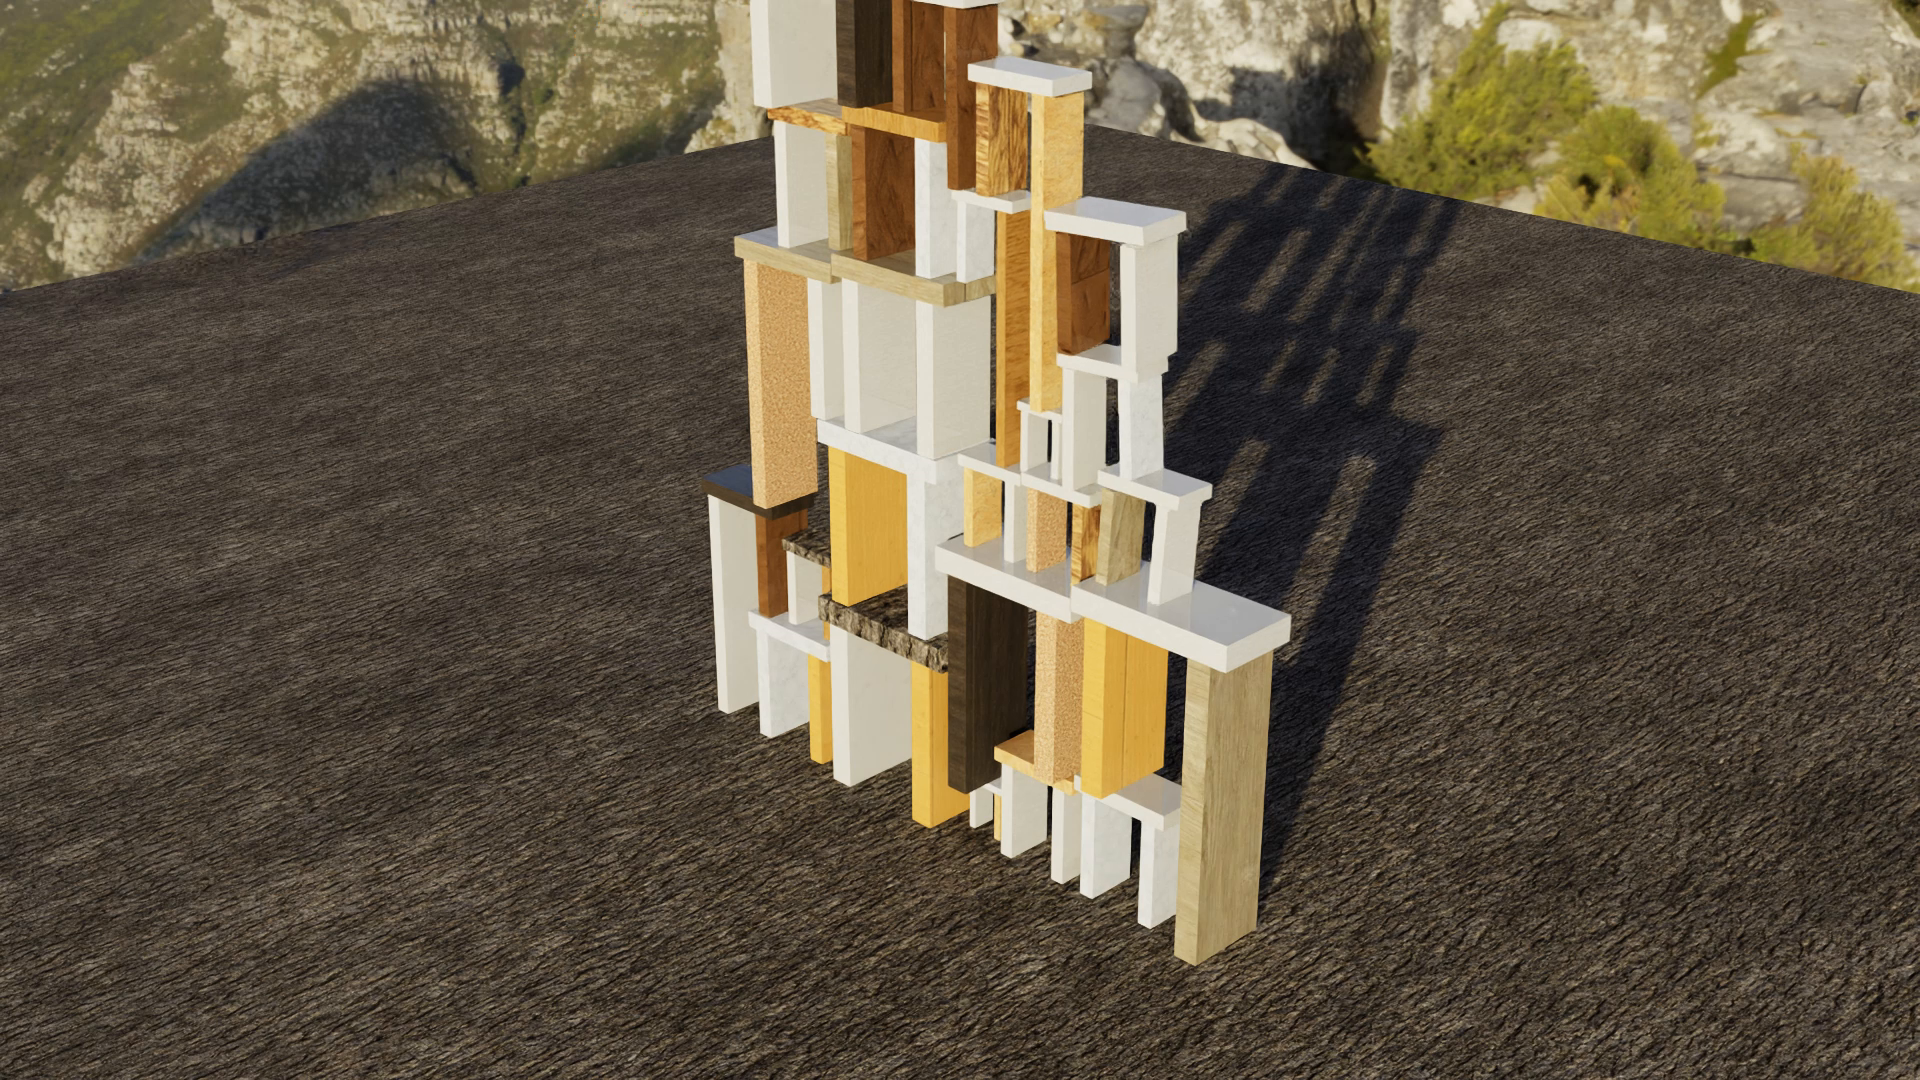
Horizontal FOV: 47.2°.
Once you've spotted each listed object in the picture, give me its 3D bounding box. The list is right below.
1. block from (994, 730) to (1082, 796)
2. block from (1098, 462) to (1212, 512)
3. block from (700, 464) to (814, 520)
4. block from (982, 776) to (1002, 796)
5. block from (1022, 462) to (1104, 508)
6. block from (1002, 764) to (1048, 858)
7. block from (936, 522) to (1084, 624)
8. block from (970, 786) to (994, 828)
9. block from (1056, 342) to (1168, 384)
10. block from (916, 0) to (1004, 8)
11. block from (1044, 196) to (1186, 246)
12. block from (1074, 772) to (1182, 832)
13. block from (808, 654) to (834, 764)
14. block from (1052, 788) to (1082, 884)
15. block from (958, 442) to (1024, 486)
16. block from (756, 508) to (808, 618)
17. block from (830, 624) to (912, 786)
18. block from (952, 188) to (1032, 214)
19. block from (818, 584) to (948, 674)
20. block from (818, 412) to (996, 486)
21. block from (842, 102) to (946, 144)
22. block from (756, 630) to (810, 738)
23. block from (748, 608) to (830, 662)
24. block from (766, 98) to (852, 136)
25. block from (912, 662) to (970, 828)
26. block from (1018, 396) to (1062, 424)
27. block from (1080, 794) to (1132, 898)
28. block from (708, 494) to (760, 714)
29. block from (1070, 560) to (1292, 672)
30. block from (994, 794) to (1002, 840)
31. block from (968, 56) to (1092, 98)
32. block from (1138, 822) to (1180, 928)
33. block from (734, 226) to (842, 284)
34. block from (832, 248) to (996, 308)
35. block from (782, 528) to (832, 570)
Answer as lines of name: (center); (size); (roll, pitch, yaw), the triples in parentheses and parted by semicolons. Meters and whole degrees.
block: (0.173, 0.425, 4.209); (0.201, 0.028, 0.100); (21, 31, 40)
block: (0.338, -0.097, 3.824); (0.182, 0.026, 0.091); (21, 30, 40)
block: (-0.429, -0.102, 4.647); (0.230, 0.033, 0.115); (21, 31, 40)
block: (0.067, 0.477, 4.356); (0.103, 0.015, 0.051); (21, 31, 41)
block: (0.198, -0.100, 3.958); (0.164, 0.023, 0.082); (21, 31, 40)
block: (0.126, 0.512, 4.298); (0.028, 0.201, 0.100); (21, 31, 41)
block: (0.136, 0.056, 4.099); (0.344, 0.049, 0.172); (21, 31, 40)
block: (0.043, 0.521, 4.402); (0.015, 0.103, 0.051); (21, 31, 40)
block: (0.264, -0.309, 3.810); (0.175, 0.025, 0.088); (17, 28, 38)
block: (-0.029, -0.960, 3.842); (0.100, 0.028, 0.201); (-21, 31, -40)
block: (0.260, -0.537, 3.696); (0.110, 0.031, 0.220); (-25, 30, -39)
block: (0.328, 0.466, 4.067); (0.108, 0.031, 0.217); (-21, 31, -41)
block: (-0.260, 0.338, 4.647); (0.035, 0.247, 0.124); (21, 31, 41)
block: (0.221, 0.549, 4.211); (0.028, 0.201, 0.100); (21, 31, 41)
block: (0.080, -0.140, 4.068); (0.158, 0.022, 0.079); (21, 31, 40)
block: (-0.374, 0.040, 4.649); (0.033, 0.230, 0.115); (21, 31, 41)
block: (-0.183, 0.316, 4.560); (0.050, 0.356, 0.178); (21, 31, 41)
block: (0.064, -0.607, 3.890); (0.148, 0.021, 0.074); (21, 31, 40)
block: (-0.099, 0.161, 4.403); (0.356, 0.050, 0.178); (21, 31, 41)
block: (-0.104, -0.192, 4.262); (0.332, 0.047, 0.166); (21, 31, 41)
block: (-0.082, -0.766, 3.982); (0.126, 0.036, 0.252); (-21, 31, -41)
block: (-0.377, 0.292, 4.755); (0.035, 0.248, 0.124); (21, 31, 40)
block: (-0.318, 0.185, 4.647); (0.124, 0.035, 0.247); (-21, 31, -41)
block: (-0.250, -0.804, 4.154); (0.111, 0.031, 0.221); (-21, 31, -40)
block: (-0.015, 0.382, 4.405); (0.050, 0.356, 0.178); (21, 31, 41)
block: (0.162, -0.236, 3.943); (0.055, 0.016, 0.111); (-21, 31, -40)
block: (0.278, 0.560, 4.163); (0.108, 0.217, 0.031); (-21, 31, -41)
block: (-0.483, 0.128, 4.803); (0.115, 0.513, 0.033); (-21, 31, -41)
block: (0.385, 0.128, 3.860); (0.176, 0.050, 0.352); (-21, 31, -41)
block: (0.092, 0.540, 4.357); (0.015, 0.103, 0.051); (21, 31, 40)
block: (0.119, -0.793, 3.757); (0.099, 0.028, 0.198); (-22, 31, -40)
block: (0.380, 0.600, 4.068); (0.031, 0.217, 0.108); (21, 31, 41)
block: (-0.295, -0.561, 4.299); (0.282, 0.040, 0.141); (21, 31, 40)
block: (-0.083, -0.500, 4.100); (0.151, 0.043, 0.301); (-21, 31, -41)
block: (-0.284, 0.018, 4.545); (0.164, 0.023, 0.082); (21, 31, 41)
